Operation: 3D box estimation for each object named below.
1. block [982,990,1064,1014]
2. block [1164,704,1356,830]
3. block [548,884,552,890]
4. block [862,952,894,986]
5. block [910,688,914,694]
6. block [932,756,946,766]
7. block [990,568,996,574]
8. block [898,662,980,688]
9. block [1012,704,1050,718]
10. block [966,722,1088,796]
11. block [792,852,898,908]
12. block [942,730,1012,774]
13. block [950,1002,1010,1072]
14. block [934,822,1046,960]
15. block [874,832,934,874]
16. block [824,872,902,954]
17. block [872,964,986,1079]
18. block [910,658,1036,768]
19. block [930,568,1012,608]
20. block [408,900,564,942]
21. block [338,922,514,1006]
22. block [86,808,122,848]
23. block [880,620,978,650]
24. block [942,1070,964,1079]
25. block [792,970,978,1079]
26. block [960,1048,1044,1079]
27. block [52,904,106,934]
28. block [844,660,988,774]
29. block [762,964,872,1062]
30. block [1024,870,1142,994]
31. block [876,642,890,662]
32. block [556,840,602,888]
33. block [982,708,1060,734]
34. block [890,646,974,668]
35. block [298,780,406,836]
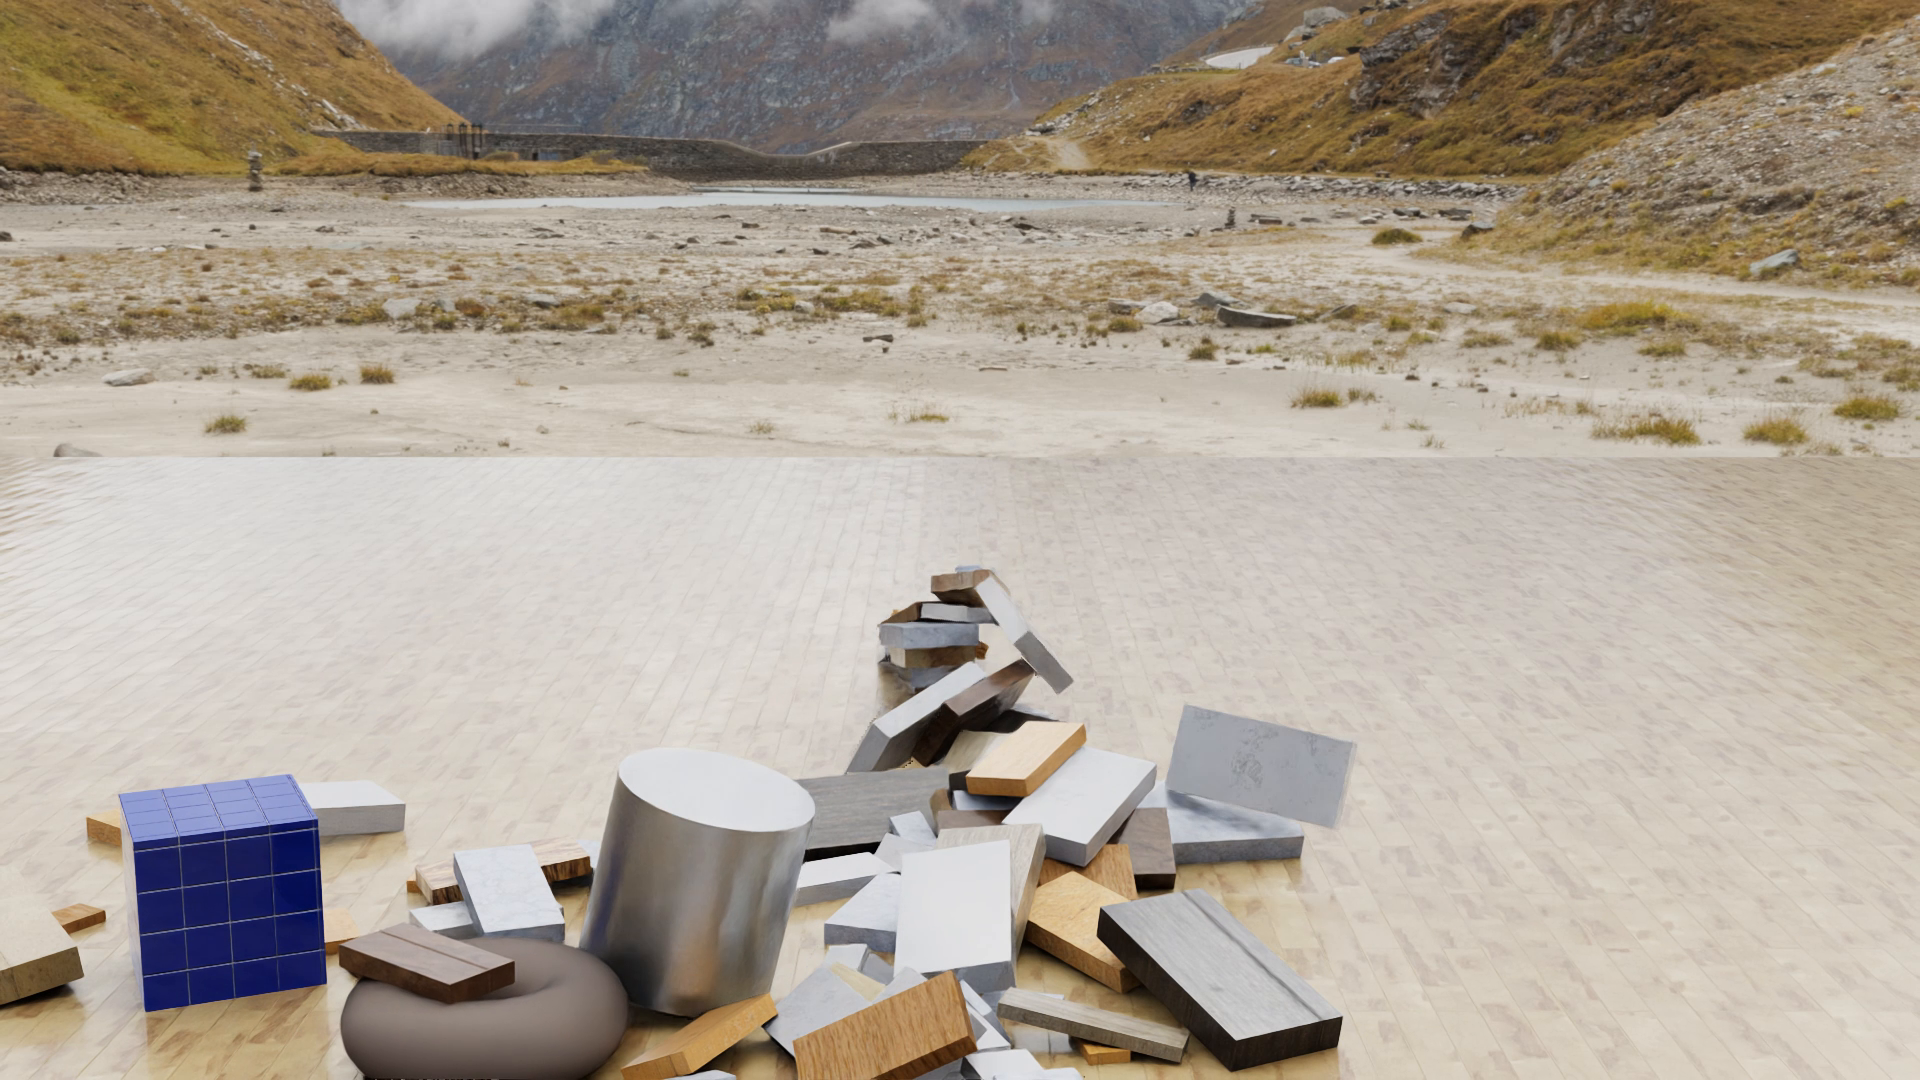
[{"bbox_3d":[0.089,0.672,3.180,0.117,0.017,0.059,2,11,11],"label":"block"},{"bbox_3d":[0.525,0.396,3.849,0.305,0.153,0.043,12,-8,20],"label":"block"},{"bbox_3d":[-0.757,0.586,3.633,0.146,0.021,0.073,-8,13,-37],"label":"block"},{"bbox_3d":[-0.129,0.654,3.271,0.072,0.021,0.145,-6,12,-28],"label":"block"},{"bbox_3d":[-0.041,0.327,4.871,0.109,0.031,0.219,-2,-1,-11],"label":"block"},{"bbox_3d":[0.043,0.428,4.310,0.179,0.025,0.090,-22,35,-34],"label":"block"},{"bbox_3d":[0.047,0.097,5.021,0.052,0.015,0.104,-21,-16,-18],"label":"block"},{"bbox_3d":[-0.050,0.289,4.854,0.148,0.042,0.422,-3,0,-5],"label":"block"},{"bbox_3d":[0.106,0.392,4.432,0.090,0.025,0.179,15,32,19],"label":"block"},{"bbox_3d":[0.117,0.379,3.823,0.116,0.033,0.232,-1,19,31],"label":"block"},{"bbox_3d":[-0.230,0.571,3.687,0.223,0.032,0.112,-6,12,-27],"label":"block"},{"bbox_3d":[0.031,0.451,4.085,0.145,0.041,0.290,3,27,17],"label":"block"},{"bbox_3d":[-0.007,0.675,2.999,0.094,0.027,0.187,-3,8,-18],"label":"block"},{"bbox_3d":[0.025,0.557,3.445,0.170,0.048,0.340,-5,22,13],"label":"block"},{"bbox_3d":[-0.096,0.544,3.766,0.118,0.059,0.017,11,-26,45],"label":"block"},{"bbox_3d":[-0.113,0.597,3.533,0.125,0.035,0.250,4,11,18],"label":"block"},{"bbox_3d":[-0.060,0.658,2.958,0.121,0.034,0.242,-46,19,-12],"label":"block"},{"bbox_3d":[0.028,0.336,4.297,0.041,0.145,0.290,42,32,16],"label":"block"},{"bbox_3d":[0.027,0.115,4.910,0.131,0.037,0.262,-7,-13,10],"label":"block"},{"bbox_3d":[-0.756,0.603,3.512,0.219,0.031,0.109,-6,12,-29],"label":"block"},{"bbox_3d":[-0.720,0.572,2.969,0.224,0.032,0.112,9,13,35],"label":"block"},{"bbox_3d":[-1.439,0.521,3.942,0.250,0.035,0.125,8,13,37],"label":"block"},{"bbox_3d":[-0.070,0.203,4.742,0.160,0.045,0.320,-3,0,-11],"label":"block"},{"bbox_3d":[0.004,0.721,2.894,0.094,0.027,0.187,0,11,-2],"label":"block"},{"bbox_3d":[-0.099,0.655,2.849,0.231,0.033,0.116,-25,36,4],"label":"block"},{"bbox_3d":[0.084,0.715,2.805,0.094,0.027,0.187,2,19,-28],"label":"block"},{"bbox_3d":[-1.437,0.612,3.503,0.065,0.018,0.130,6,12,31],"label":"block"},{"bbox_3d":[-0.084,0.356,4.207,0.045,0.160,0.319,41,38,16],"label":"block"},{"bbox_3d":[-0.174,0.668,2.985,0.121,0.034,0.242,-40,25,-16],"label":"block"},{"bbox_3d":[0.210,0.600,3.383,0.144,0.041,0.287,-20,23,-31],"label":"block"},{"bbox_3d":[-0.111,0.255,5.130,0.148,0.042,0.295,-2,-6,-6],"label":"block"},{"bbox_3d":[-0.571,0.558,3.746,0.250,0.035,0.125,3,11,18],"label":"block"},{"bbox_3d":[0.080,0.423,4.230,0.145,0.041,0.290,11,29,30],"label":"block"},{"bbox_3d":[-0.063,0.247,4.779,0.148,0.042,0.295,-3,0,-8],"label":"block"},{"bbox_3d":[-1.206,0.487,3.964,0.359,0.051,0.180,1,8,-36],"label":"block"}]
